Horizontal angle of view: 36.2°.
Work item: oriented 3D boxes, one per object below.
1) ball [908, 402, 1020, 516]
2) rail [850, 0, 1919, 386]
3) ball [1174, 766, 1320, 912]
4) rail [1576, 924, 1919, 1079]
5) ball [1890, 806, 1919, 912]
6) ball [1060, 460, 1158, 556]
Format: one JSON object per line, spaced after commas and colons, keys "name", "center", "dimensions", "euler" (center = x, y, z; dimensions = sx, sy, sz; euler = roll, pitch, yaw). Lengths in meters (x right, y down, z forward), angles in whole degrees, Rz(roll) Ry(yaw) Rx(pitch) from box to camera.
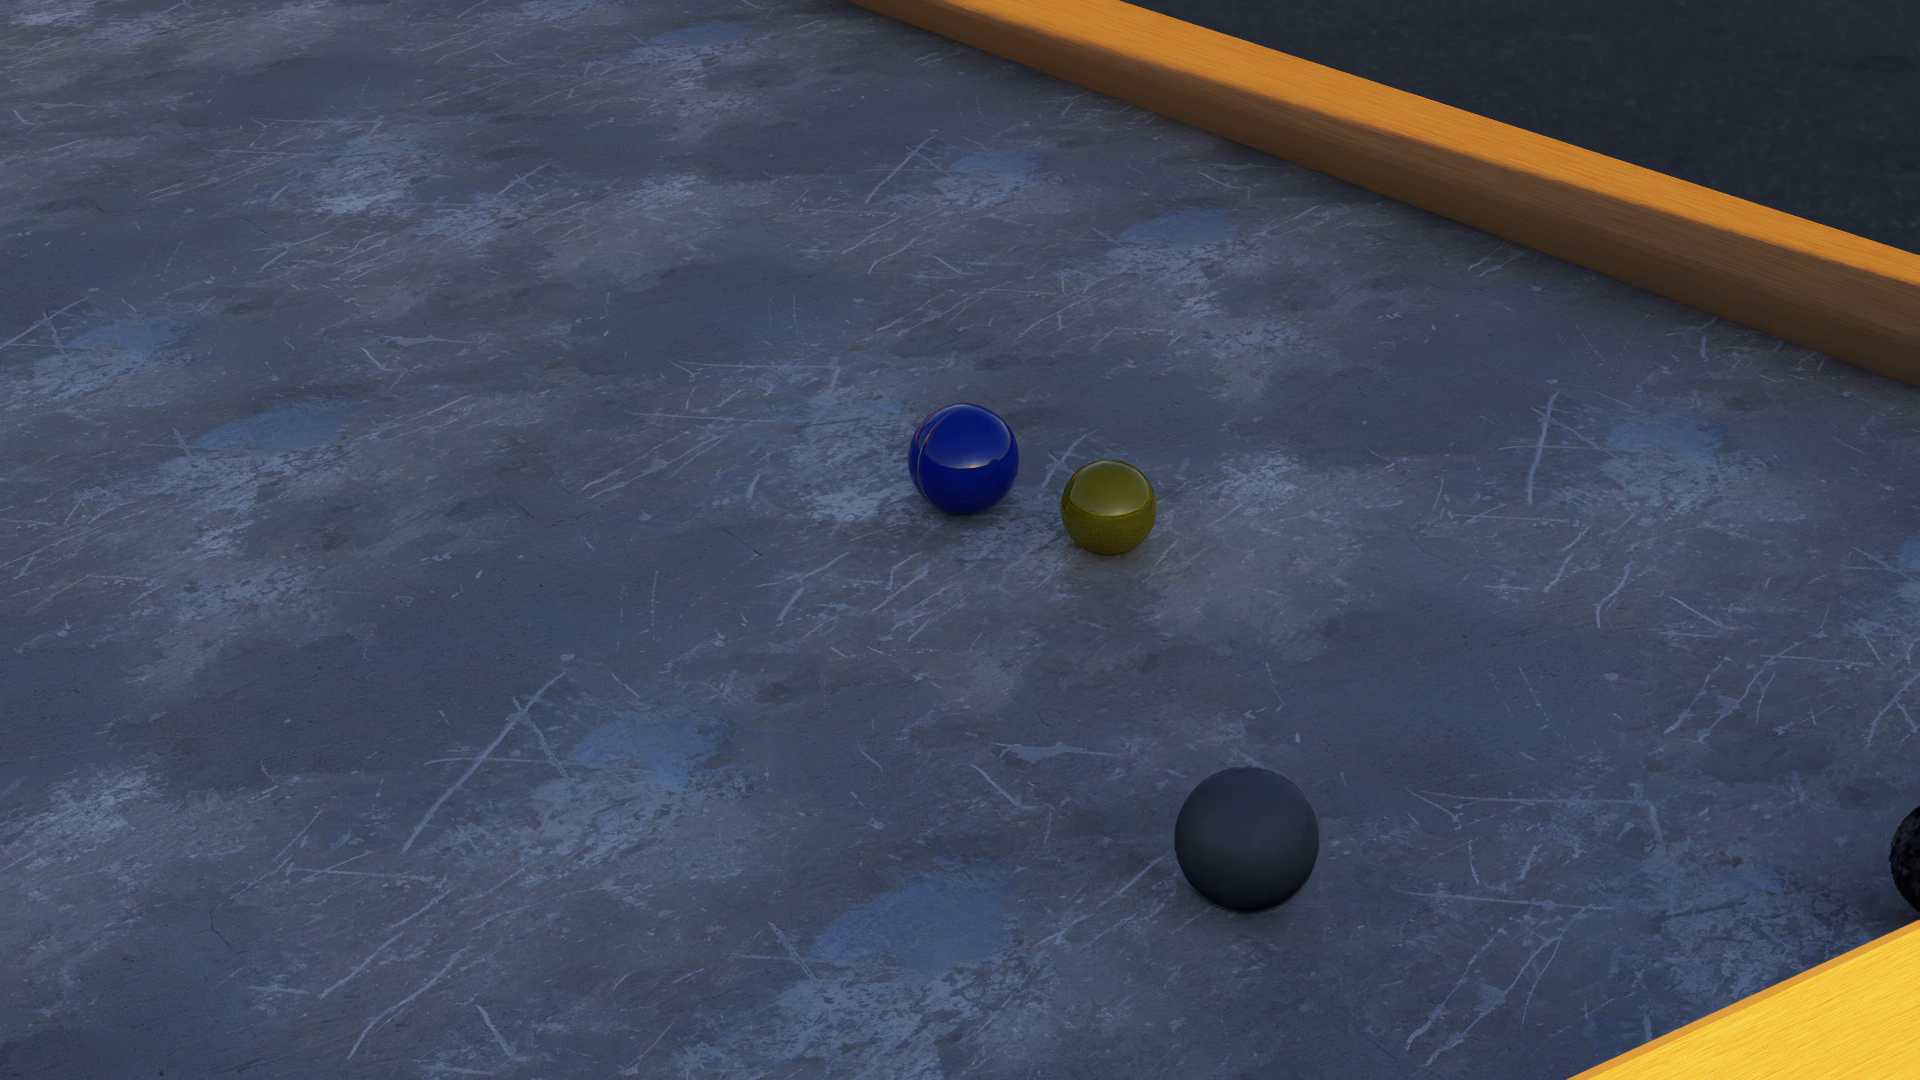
{"name": "ball", "center": [0.003, -0.065, 2.375], "dimensions": [0.091, 0.091, 0.091], "euler": [0, 24, 0]}
{"name": "rail", "center": [0.285, -0.516, 3.361], "dimensions": [0.045, 0.118, 3.428], "euler": [-16, 28, -31]}
{"name": "ball", "center": [0.177, 0.184, 1.811], "dimensions": [0.089, 0.089, 0.089], "euler": [0, 24, 0]}
{"name": "rail", "center": [0.473, 0.260, 1.601], "dimensions": [1.922, 0.118, 0.045], "euler": [-16, 28, -31]}
{"name": "ball", "center": [0.609, 0.196, 1.799], "dimensions": [0.077, 0.077, 0.077], "euler": [0, 24, 0]}
{"name": "ball", "center": [0.116, -0.025, 2.302], "dimensions": [0.076, 0.076, 0.076], "euler": [0, 24, 0]}
